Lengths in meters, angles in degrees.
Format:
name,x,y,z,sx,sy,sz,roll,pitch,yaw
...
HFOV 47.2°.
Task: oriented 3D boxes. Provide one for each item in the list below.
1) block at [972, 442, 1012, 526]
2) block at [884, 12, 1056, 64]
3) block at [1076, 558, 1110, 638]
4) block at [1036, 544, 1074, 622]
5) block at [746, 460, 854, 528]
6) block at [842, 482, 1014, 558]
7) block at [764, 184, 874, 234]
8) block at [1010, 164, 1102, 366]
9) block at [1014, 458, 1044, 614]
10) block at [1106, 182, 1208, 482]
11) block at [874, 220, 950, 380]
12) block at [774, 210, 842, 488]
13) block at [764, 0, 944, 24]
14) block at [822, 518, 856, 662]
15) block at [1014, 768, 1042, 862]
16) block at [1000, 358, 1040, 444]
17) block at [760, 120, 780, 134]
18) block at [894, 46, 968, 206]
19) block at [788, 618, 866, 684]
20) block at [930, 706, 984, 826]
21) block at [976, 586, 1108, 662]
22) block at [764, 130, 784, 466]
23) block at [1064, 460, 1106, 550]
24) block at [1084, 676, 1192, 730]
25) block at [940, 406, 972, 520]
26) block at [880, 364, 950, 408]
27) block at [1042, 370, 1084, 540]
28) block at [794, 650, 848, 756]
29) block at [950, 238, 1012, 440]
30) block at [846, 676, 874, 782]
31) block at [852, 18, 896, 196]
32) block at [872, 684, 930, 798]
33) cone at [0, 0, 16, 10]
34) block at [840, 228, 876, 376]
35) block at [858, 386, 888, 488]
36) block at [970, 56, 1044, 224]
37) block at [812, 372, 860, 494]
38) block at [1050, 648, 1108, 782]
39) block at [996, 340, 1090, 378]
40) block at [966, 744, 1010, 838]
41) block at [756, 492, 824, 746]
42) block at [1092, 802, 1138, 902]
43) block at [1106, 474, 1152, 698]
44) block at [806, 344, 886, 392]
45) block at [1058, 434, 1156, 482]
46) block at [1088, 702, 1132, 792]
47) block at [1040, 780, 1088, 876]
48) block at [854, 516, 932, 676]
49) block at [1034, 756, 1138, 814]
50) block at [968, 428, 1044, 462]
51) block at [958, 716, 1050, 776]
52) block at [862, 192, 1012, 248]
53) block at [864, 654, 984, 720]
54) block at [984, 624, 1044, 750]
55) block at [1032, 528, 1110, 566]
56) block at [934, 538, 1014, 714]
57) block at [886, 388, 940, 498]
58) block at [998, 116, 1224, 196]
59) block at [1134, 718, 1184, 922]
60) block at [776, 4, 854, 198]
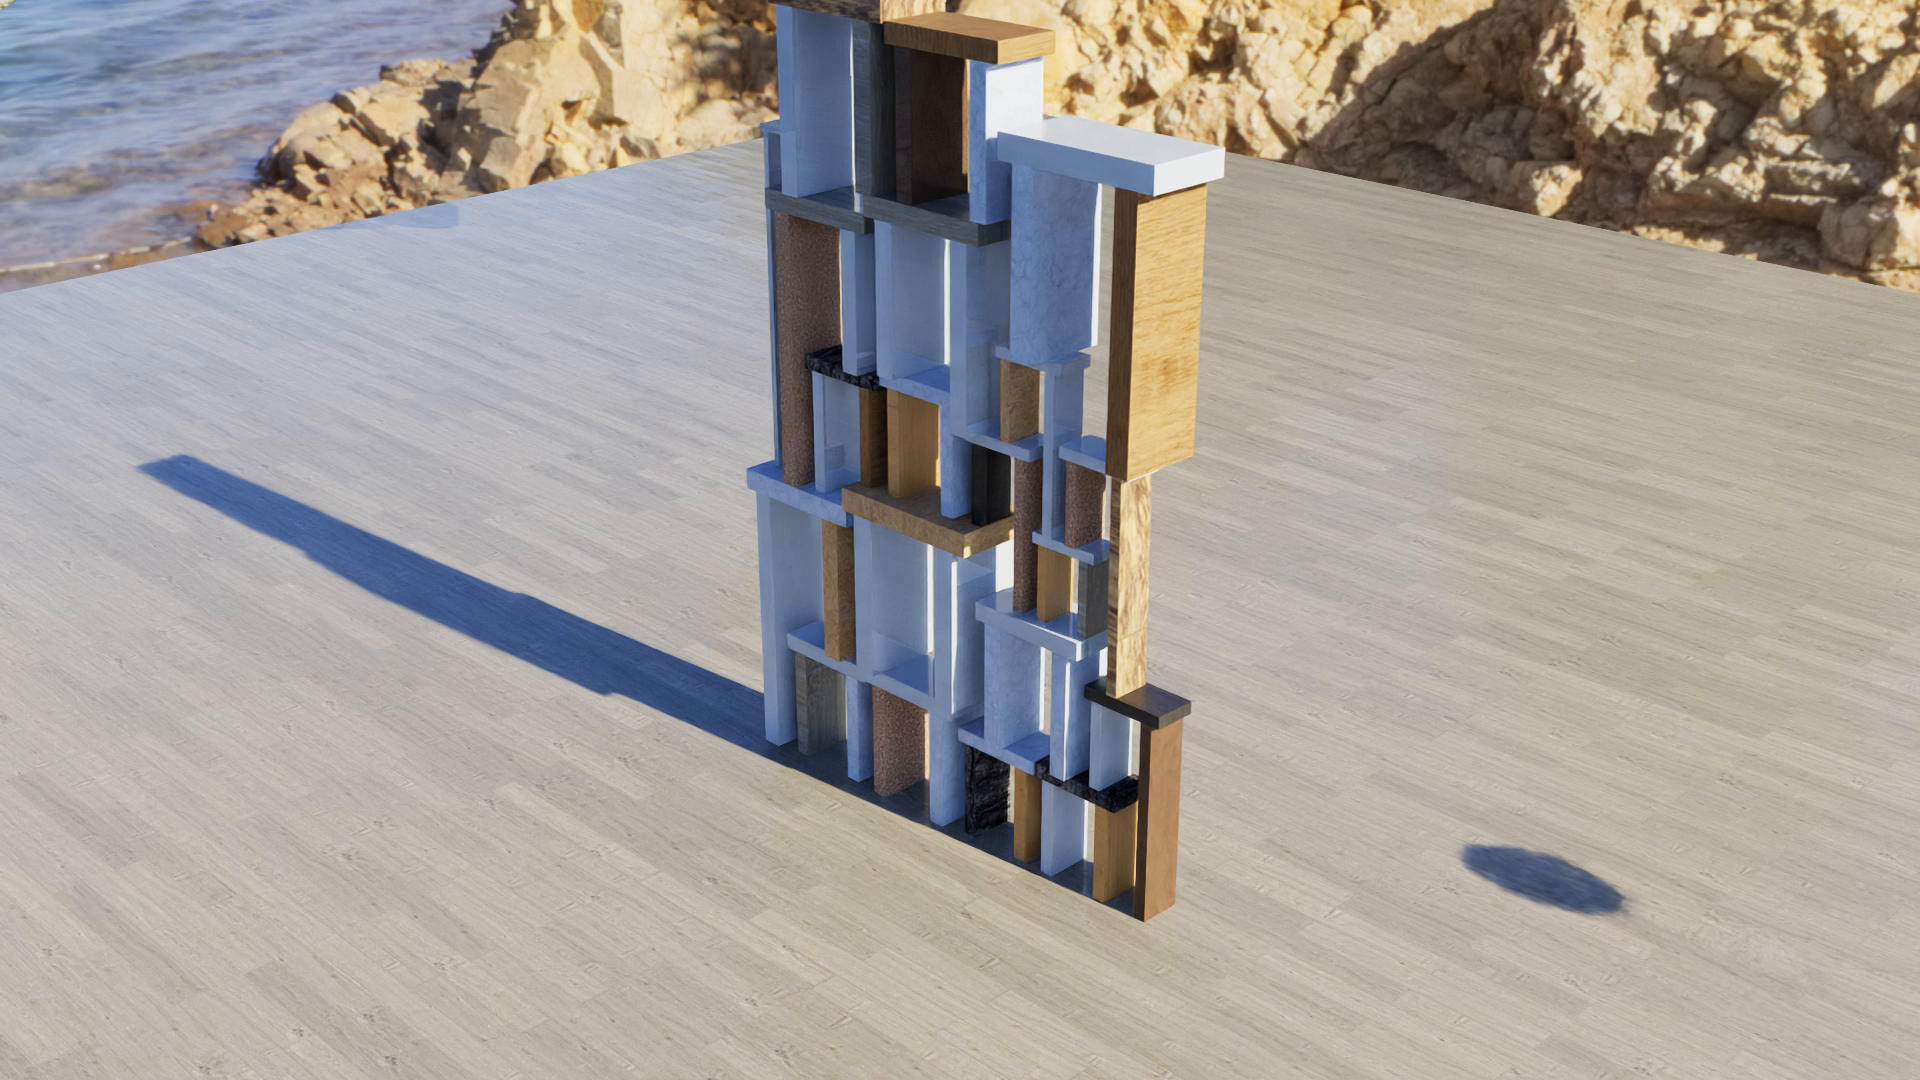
name,x,y,z,sx,sy,sz,roll,pitch,yaw
block,0.059,-0.113,4.112,0.081,0.163,0.023,-21,31,-40
block,0.015,-0.875,3.825,0.140,0.040,0.281,-21,31,-40
block,0.247,0.098,3.997,0.021,0.150,0.075,21,31,41
block,0.176,0.070,4.062,0.021,0.150,0.075,21,31,41
block,-0.279,-0.106,4.482,0.304,0.043,0.152,21,31,41
block,-0.052,-0.057,4.250,0.337,0.048,0.168,21,31,41
block,-0.227,-0.641,4.197,0.282,0.040,0.141,21,31,41
block,0.167,-0.494,3.831,0.050,0.351,0.175,21,31,40
block,0.136,-0.018,4.069,0.081,0.306,0.023,-21,31,-40
block,0.330,-0.360,3.709,0.175,0.501,0.050,-21,32,-40
block,-0.088,-0.464,4.122,0.043,0.301,0.151,21,31,41
block,-0.293,-0.389,4.375,0.040,0.562,0.141,21,31,41
block,-0.194,-0.994,4.010,0.158,0.045,0.316,-22,31,-40
block,-0.207,0.082,4.484,0.043,0.304,0.152,21,31,41
block,0.150,0.518,4.283,0.028,0.201,0.100,21,31,41
block,0.109,-0.260,3.988,0.079,0.157,0.022,-21,31,-40
block,-0.339,-0.797,4.257,0.047,0.013,0.094,-22,31,-40
block,-0.051,-0.753,3.949,0.140,0.281,0.040,-21,31,-40
block,-0.236,0.227,4.575,0.238,0.034,0.119,21,31,41
block,-0.004,0.439,4.410,0.035,0.248,0.124,21,31,41
block,0.166,0.151,4.110,0.257,0.036,0.129,21,31,41
block,-0.361,-0.479,4.416,0.013,0.696,0.047,21,31,41
block,0.225,-0.073,3.942,0.023,0.164,0.082,21,31,41
block,0.322,0.290,3.998,0.090,0.025,0.179,-21,31,-40
block,0.014,-0.159,4.149,0.031,0.219,0.109,21,31,40
block,-0.038,-0.294,4.147,0.219,0.031,0.109,21,31,41
block,0.185,-0.158,3.950,0.022,0.315,0.079,21,31,40
block,-0.292,0.330,4.680,0.034,0.238,0.119,21,31,41
block,0.050,-0.378,4.001,0.151,0.365,0.043,-21,31,-40
block,-0.180,0.373,4.576,0.034,0.238,0.119,21,31,41
block,-0.121,-0.799,4.013,0.158,0.316,0.045,-21,31,-40
block,-0.121,0.393,4.517,0.124,0.248,0.035,-21,31,-41
cone,-2.552,-1.493,5.928,0.157,0.157,0.157,-5,23,-6
block,-0.161,-0.467,4.198,0.141,0.282,0.040,-21,31,-41
block,-0.148,-0.211,4.291,0.102,0.203,0.029,-21,31,-40
block,0.081,-0.701,3.826,0.140,0.281,0.040,-21,31,-40
block,-0.244,-0.226,4.388,0.102,0.252,0.029,-21,31,-41
block,0.226,0.310,4.112,0.036,0.257,0.129,21,31,41
block,0.148,-0.328,3.918,0.157,0.022,0.079,21,31,40
block,0.056,0.481,4.370,0.028,0.201,0.100,21,31,41
block,-0.350,0.151,4.669,0.043,0.575,0.152,21,31,41
block,0.297,0.574,4.149,0.029,0.202,0.101,21,31,41
block,0.301,0.077,3.923,0.082,0.425,0.023,-21,31,-40
block,-0.196,-0.337,4.289,0.102,0.029,0.203,-21,31,-41
block,0.262,-0.145,3.871,0.082,0.023,0.164,-21,31,-40
block,0.281,0.367,4.076,0.025,0.179,0.090,21,31,41
block,0.202,0.537,4.237,0.029,0.202,0.101,21,31,41
block,-0.132,0.089,4.398,0.048,0.337,0.168,21,31,41
block,0.249,0.450,4.148,0.202,0.029,0.101,21,31,41
block,0.096,-0.184,4.040,0.081,0.023,0.163,-21,31,-40
block,0.103,0.394,4.282,0.201,0.028,0.100,21,31,41
block,-0.020,-0.594,3.989,0.151,0.043,0.302,-21,31,-40
block,-0.063,0.286,4.408,0.247,0.035,0.124,21,31,41
block,0.105,0.263,4.224,0.036,0.258,0.129,21,31,41
block,0.212,0.005,3.996,0.075,0.021,0.150,-21,31,-41
block,0.027,0.151,4.251,0.048,0.337,0.168,21,31,41
block,-0.089,-0.199,4.244,0.031,0.219,0.109,21,31,40
block,0.249,-0.645,3.676,0.175,0.050,0.351,-21,31,-40
block,0.365,0.507,4.043,0.090,0.409,0.025,-21,31,-41
block,-0.268,-0.839,4.157,0.045,0.356,0.158,21,31,41
